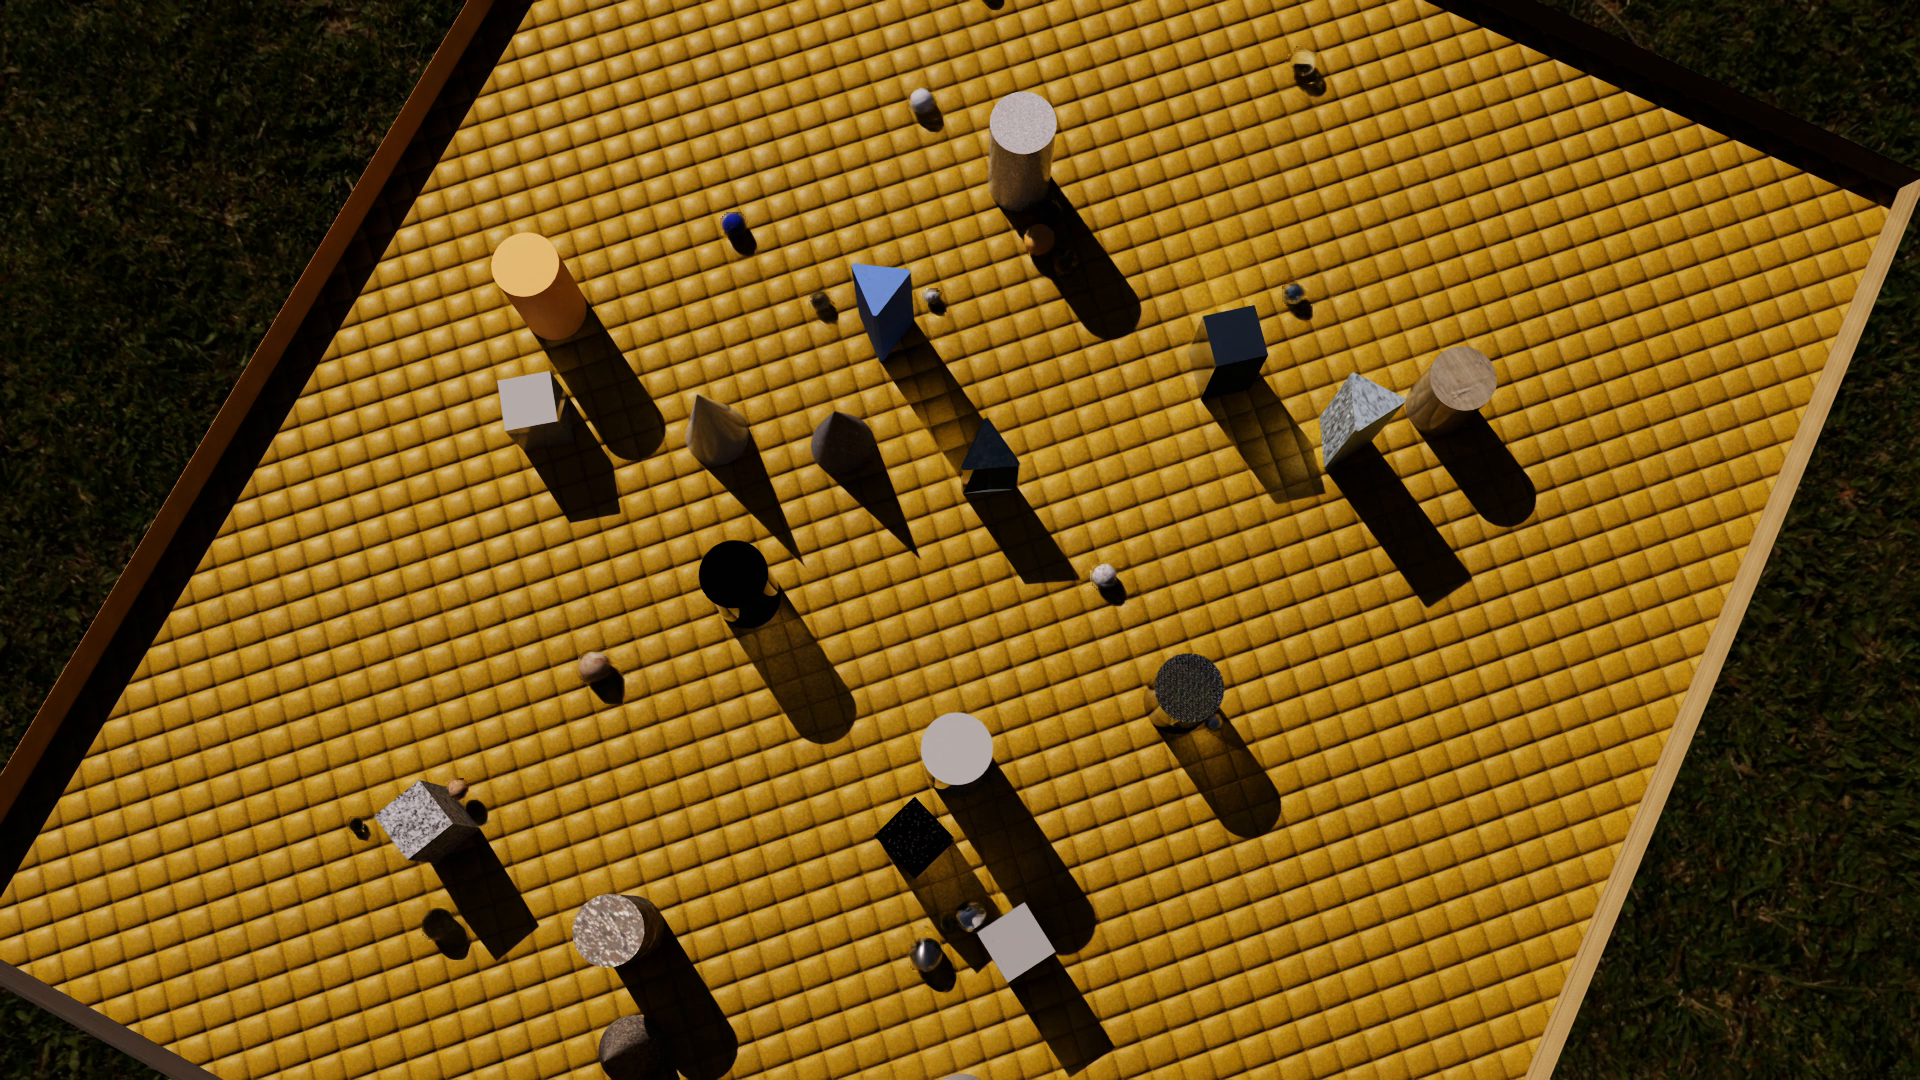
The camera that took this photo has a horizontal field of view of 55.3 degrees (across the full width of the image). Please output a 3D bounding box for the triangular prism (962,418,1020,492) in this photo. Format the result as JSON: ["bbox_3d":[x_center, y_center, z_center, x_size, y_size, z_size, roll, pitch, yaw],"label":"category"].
[{"bbox_3d":[0.084,-0.256,5.516,0.172,0.300,0.149,-5,78,-1],"label":"triangular prism"}]

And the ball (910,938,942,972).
[{"bbox_3d":[-0.099,1.203,5.318,0.096,0.096,0.096,0,78,0],"label":"ball"}]

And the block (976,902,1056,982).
[{"bbox_3d":[0.156,1.147,5.230,0.158,0.292,0.158,-32,80,-6],"label":"block"}]

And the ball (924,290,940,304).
[{"bbox_3d":[-0.087,-0.761,5.750,0.047,0.047,0.047,0,78,0],"label":"ball"}]

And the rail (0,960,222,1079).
[{"bbox_3d":[-1.057,2.078,5.120,4.374,0.129,0.045,26,80,5],"label":"rail"}]

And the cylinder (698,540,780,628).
[{"bbox_3d":[-0.645,0.135,5.400,0.198,0.370,0.198,0,78,0],"label":"cylinder"}]

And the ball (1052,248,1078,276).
[{"bbox_3d":[0.329,-0.872,5.754,0.084,0.084,0.084,0,78,0],"label":"ball"}]

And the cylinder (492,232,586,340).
[{"bbox_3d":[-1.273,-0.765,5.565,0.198,0.411,0.198,0,78,0],"label":"cylinder"}]

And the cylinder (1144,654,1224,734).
[{"bbox_3d":[0.651,0.453,5.357,0.198,0.325,0.198,0,78,0],"label":"cylinder"}]

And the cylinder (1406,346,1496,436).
[{"bbox_3d":[1.485,-0.447,5.555,0.198,0.302,0.198,0,78,0],"label":"cylinder"}]

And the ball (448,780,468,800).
[{"bbox_3d":[-1.479,0.735,5.396,0.057,0.057,0.057,0,78,0],"label":"ball"}]

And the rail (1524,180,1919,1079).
[{"bbox_3d":[1.935,0.954,5.352,0.045,0.129,4.776,26,80,5],"label":"rail"}]

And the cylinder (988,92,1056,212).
[{"bbox_3d":[0.187,-1.187,5.633,0.198,0.449,0.198,0,78,0],"label":"cylinder"}]

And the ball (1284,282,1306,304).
[{"bbox_3d":[1.048,-0.772,5.741,0.068,0.068,0.068,0,78,0],"label":"ball"}]

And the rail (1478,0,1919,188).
[{"bbox_3d":[1.057,-2.064,5.977,4.374,0.129,0.045,26,80,5],"label":"rail"}]

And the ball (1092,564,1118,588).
[{"bbox_3d":[0.439,0.109,5.556,0.075,0.075,0.075,0,78,0],"label":"ball"}]

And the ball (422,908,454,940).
[{"bbox_3d":[-1.520,1.119,5.338,0.092,0.092,0.092,0,78,0],"label":"ball"}]

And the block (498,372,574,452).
[{"bbox_3d":[-1.288,-0.390,5.574,0.158,0.241,0.158,-11,79,-2],"label":"block"}]

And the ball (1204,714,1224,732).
[{"bbox_3d":[0.759,0.544,5.476,0.054,0.054,0.054,0,78,0],"label":"ball"}]

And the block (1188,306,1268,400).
[{"bbox_3d":[0.809,-0.565,5.554,0.158,0.352,0.158,-12,79,-3],"label":"block"}]

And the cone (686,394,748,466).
[{"bbox_3d":[-0.753,-0.372,5.466,0.198,0.445,0.198,0,78,0],"label":"cone"}]

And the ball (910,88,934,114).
[{"bbox_3d":[-0.123,-1.406,5.868,0.078,0.078,0.078,0,78,0],"label":"ball"}]

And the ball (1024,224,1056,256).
[{"bbox_3d":[0.250,-0.944,5.761,0.099,0.099,0.099,0,78,0],"label":"ball"}]

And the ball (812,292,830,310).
[{"bbox_3d":[-0.437,-0.748,5.741,0.059,0.059,0.059,0,78,0],"label":"ball"}]

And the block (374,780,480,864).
[{"bbox_3d":[-1.536,0.816,5.295,0.158,0.299,0.158,-39,81,-7],"label":"block"}]

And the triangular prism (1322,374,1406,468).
[{"bbox_3d":[1.162,-0.371,5.460,0.172,0.457,0.149,-32,80,-6],"label":"triangular prism"}]

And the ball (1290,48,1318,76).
[{"bbox_3d":[1.104,-1.537,5.890,0.087,0.087,0.087,0,78,0],"label":"ball"}]

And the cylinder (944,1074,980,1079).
[{"bbox_3d":[0.005,1.607,5.122,0.198,0.317,0.198,0,78,0],"label":"cylinder"}]

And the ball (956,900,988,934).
[{"bbox_3d":[0.033,1.098,5.342,0.093,0.093,0.093,0,78,0],"label":"ball"}]

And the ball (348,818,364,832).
[{"bbox_3d":[-1.787,0.843,5.421,0.040,0.040,0.040,0,78,0],"label":"ball"}]

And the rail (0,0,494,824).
[{"bbox_3d":[-1.935,-0.941,5.745,0.045,0.129,4.776,26,80,5],"label":"rail"}]

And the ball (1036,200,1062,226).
[{"bbox_3d":[0.282,-1.031,5.786,0.086,0.086,0.086,0,78,0],"label":"ball"}]

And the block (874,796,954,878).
[{"bbox_3d":[-0.130,0.862,5.291,0.158,0.288,0.158,-43,82,-8],"label":"block"}]

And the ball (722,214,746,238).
[{"bbox_3d":[-0.713,-0.992,5.784,0.075,0.075,0.075,0,78,0],"label":"ball"}]

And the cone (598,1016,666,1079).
[{"bbox_3d":[-0.949,1.435,5.098,0.198,0.435,0.198,0,78,0],"label":"cone"}]

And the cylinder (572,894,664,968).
[{"bbox_3d":[-0.966,1.109,5.207,0.198,0.353,0.198,0,78,0],"label":"cylinder"}]

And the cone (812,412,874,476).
[{"bbox_3d":[-0.363,-0.334,5.489,0.198,0.386,0.198,0,78,0],"label":"cone"}]

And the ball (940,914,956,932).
[{"bbox_3d":[-0.034,1.122,5.359,0.051,0.051,0.051,0,78,0],"label":"ball"}]

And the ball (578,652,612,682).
[{"bbox_3d":[-1.093,0.381,5.490,0.095,0.095,0.095,0,78,0],"label":"ball"}]

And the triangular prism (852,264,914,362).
[{"bbox_3d":[-0.255,-0.714,5.539,0.149,0.442,0.172,36,81,7],"label":"triangular prism"}]

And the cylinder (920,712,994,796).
[{"bbox_3d":[-0.008,0.619,5.240,0.198,0.487,0.198,0,78,0],"label":"cylinder"}]
